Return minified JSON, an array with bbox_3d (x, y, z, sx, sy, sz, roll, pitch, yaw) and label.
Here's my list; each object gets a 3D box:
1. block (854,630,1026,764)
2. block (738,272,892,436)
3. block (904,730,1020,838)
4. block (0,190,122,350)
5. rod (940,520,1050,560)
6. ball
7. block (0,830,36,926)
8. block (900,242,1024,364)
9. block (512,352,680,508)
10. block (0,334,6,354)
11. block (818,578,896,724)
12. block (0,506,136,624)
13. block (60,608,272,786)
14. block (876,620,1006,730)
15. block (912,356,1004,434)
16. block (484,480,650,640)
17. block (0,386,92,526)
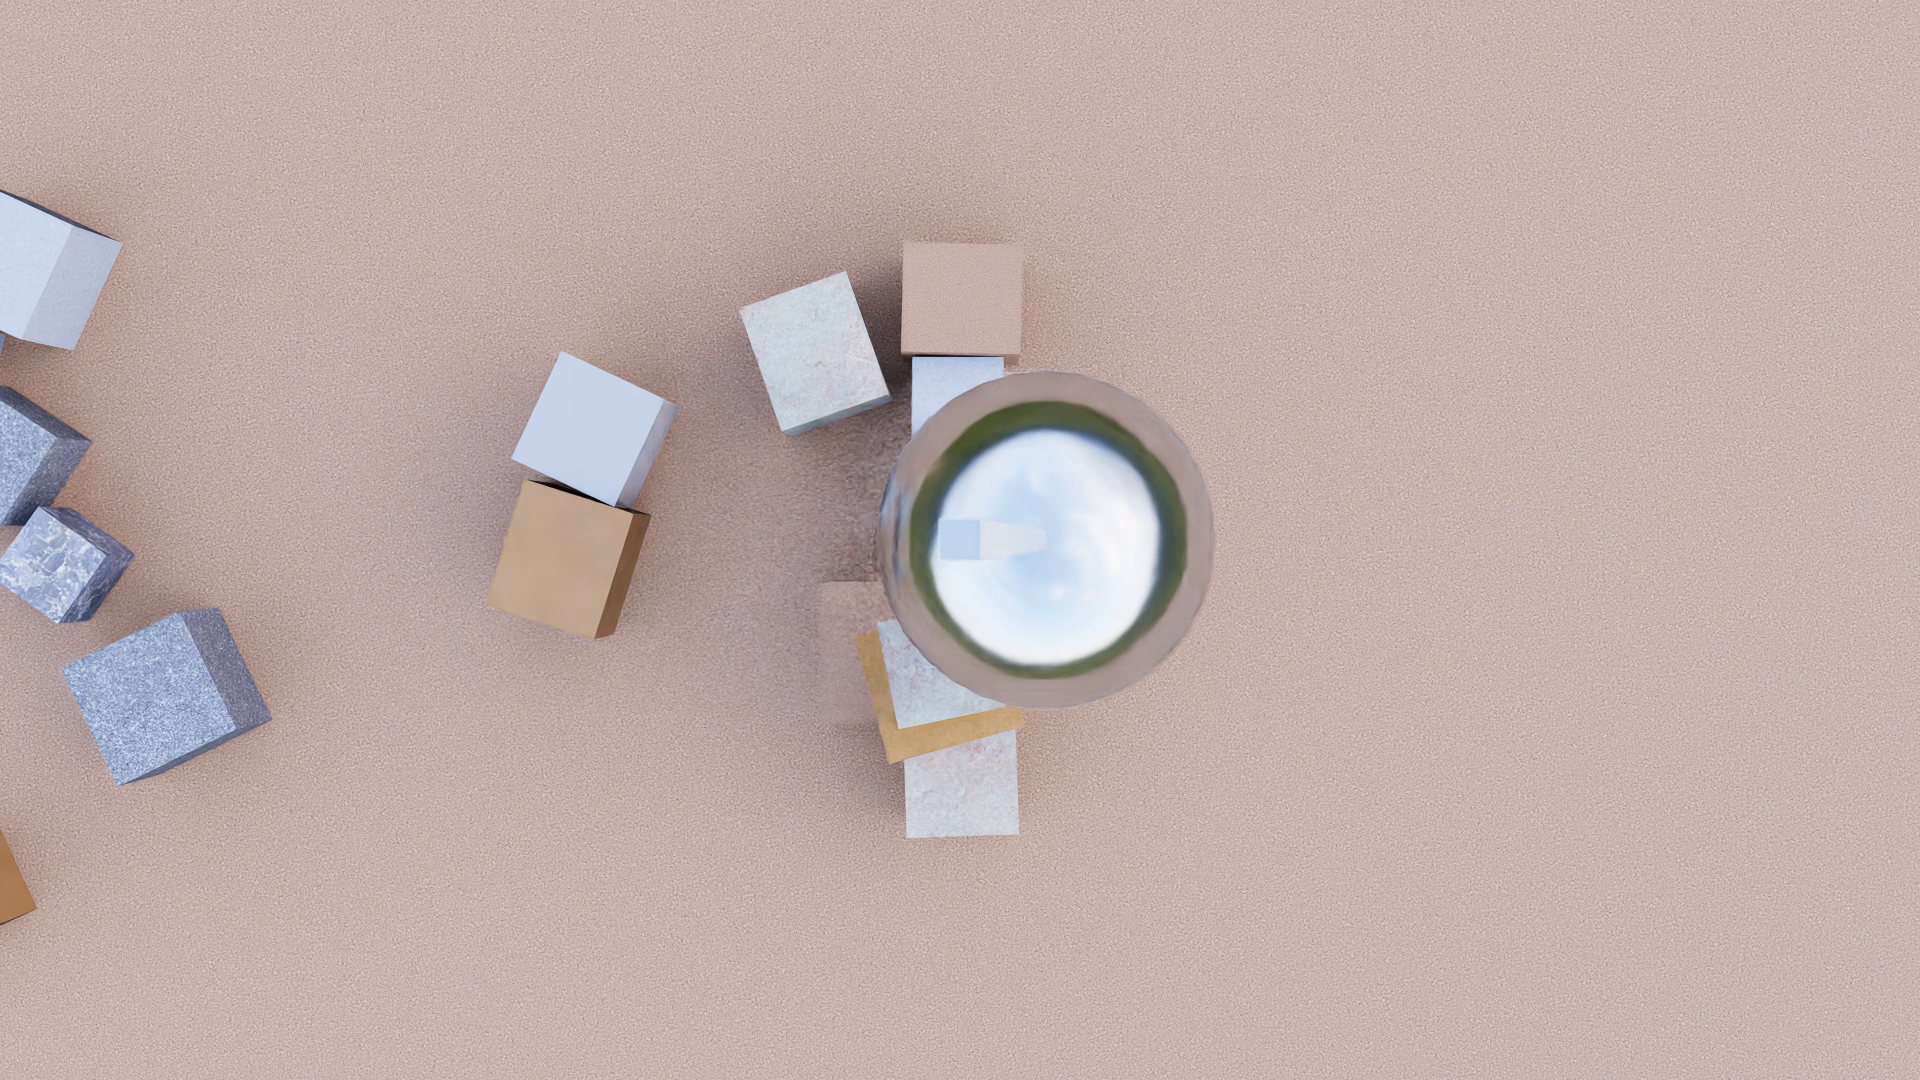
[{"bbox_3d":[-0.106,0.778,12.004,0.749,0.650,0.699,-15,85,-1],"label":"block"},{"bbox_3d":[-0.819,-1.059,12.664,0.636,0.672,0.729,-19,90,0],"label":"block"},{"bbox_3d":[0.006,1.340,12.655,0.629,0.690,0.636,-2,90,0],"label":"block"},{"bbox_3d":[-5.377,-1.567,12.635,0.624,0.731,0.698,25,90,0],"label":"block"},{"bbox_3d":[0.174,0.000,6.991,0.080,5.200,0.080,0,90,4],"label":"rod"},{"bbox_3d":[0.402,0.000,10.383,1.600,1.600,1.600,0,90,0],"label":"ball"},{"bbox_3d":[-5.831,2.025,12.697,0.552,0.605,0.596,-25,90,0],"label":"block"},{"bbox_3d":[0.012,-1.351,12.637,0.668,0.726,0.611,2,90,0],"label":"block"},{"bbox_3d":[-2.087,-0.623,12.665,0.638,0.670,0.666,25,90,0],"label":"block"},{"bbox_3d":[-5.981,-1.012,12.739,0.562,0.522,0.547,14,90,0],"label":"block"},{"bbox_3d":[-0.431,0.626,12.679,0.713,0.641,0.796,-1,90,0],"label":"block"},{"bbox_3d":[-5.199,0.143,12.768,0.477,0.464,0.479,36,90,0],"label":"block"},{"bbox_3d":[-4.556,0.893,12.673,0.741,0.654,0.736,-26,90,0],"label":"block"},{"bbox_3d":[-0.095,0.655,11.406,0.551,0.561,0.547,-12,85,-1],"label":"block"},{"bbox_3d":[-0.010,-0.764,12.712,0.515,0.576,0.540,0,90,0],"label":"block"},{"bbox_3d":[-2.241,0.109,12.647,0.640,0.706,0.739,18,90,0],"label":"block"},{"bbox_3d":[-5.535,-0.494,12.738,0.590,0.524,0.598,33,90,0],"label":"block"}]
